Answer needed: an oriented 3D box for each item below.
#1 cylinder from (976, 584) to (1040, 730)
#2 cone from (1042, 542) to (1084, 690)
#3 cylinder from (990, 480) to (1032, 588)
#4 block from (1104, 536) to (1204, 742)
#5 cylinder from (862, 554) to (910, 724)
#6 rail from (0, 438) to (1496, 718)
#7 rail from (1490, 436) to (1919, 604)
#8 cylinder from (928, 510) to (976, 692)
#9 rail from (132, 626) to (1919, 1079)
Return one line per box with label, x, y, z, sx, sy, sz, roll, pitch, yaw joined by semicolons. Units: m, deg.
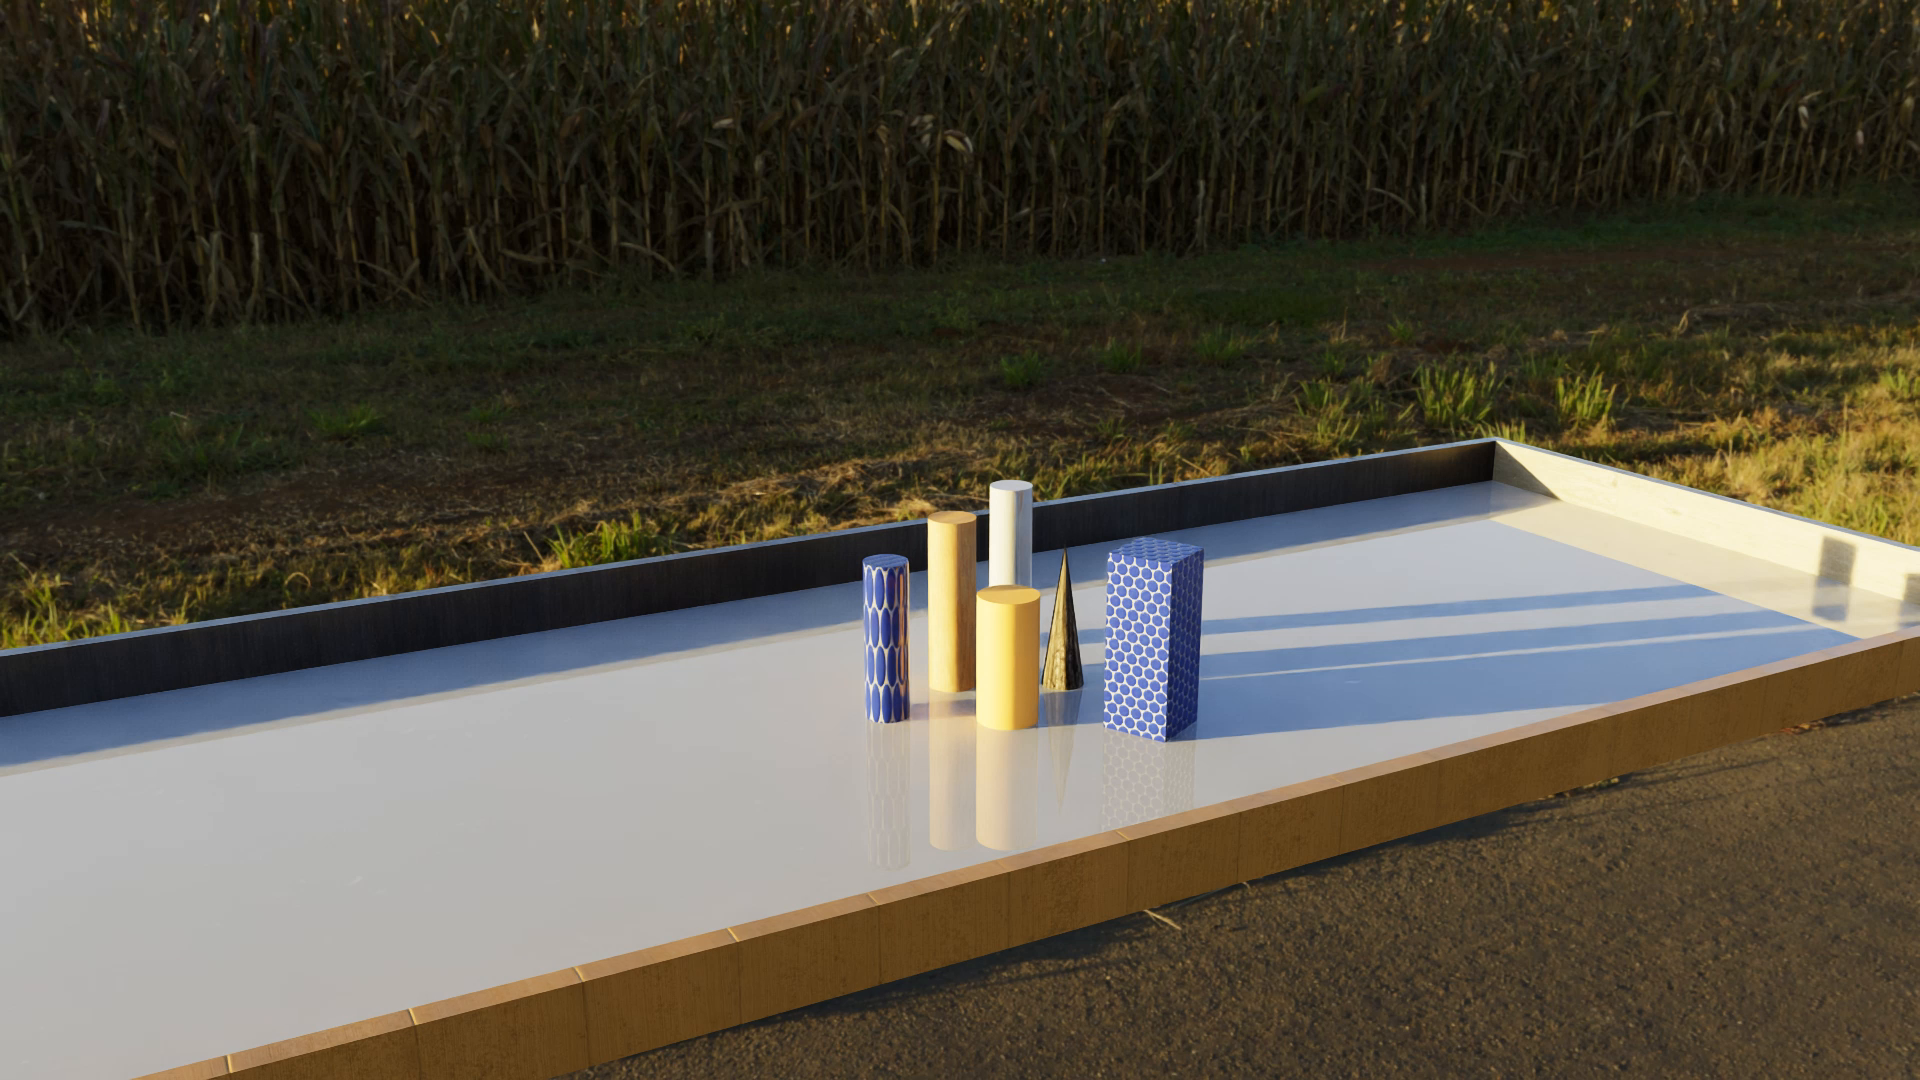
cylinder;0.113;0.274;3.872;0.147;0.310;0.147;0;16;0
cone;0.257;0.179;4.084;0.106;0.373;0.106;0;16;0
cylinder;0.134;0.066;4.360;0.113;0.434;0.113;0;16;0
block;0.449;0.228;3.824;0.162;0.426;0.162;11;20;33
cylinder;-0.173;0.232;3.883;0.107;0.384;0.107;0;16;0
rail;-3.305;0.497;3.399;12.000;0.150;0.050;-9;18;-27
rail;2.466;-0.048;5.253;0.050;0.150;2.100;-9;18;-27
cylinder;-0.019;0.152;4.070;0.119;0.433;0.119;0;16;0
rail;-2.336;1.006;1.665;12.000;0.150;0.050;-9;18;-27
